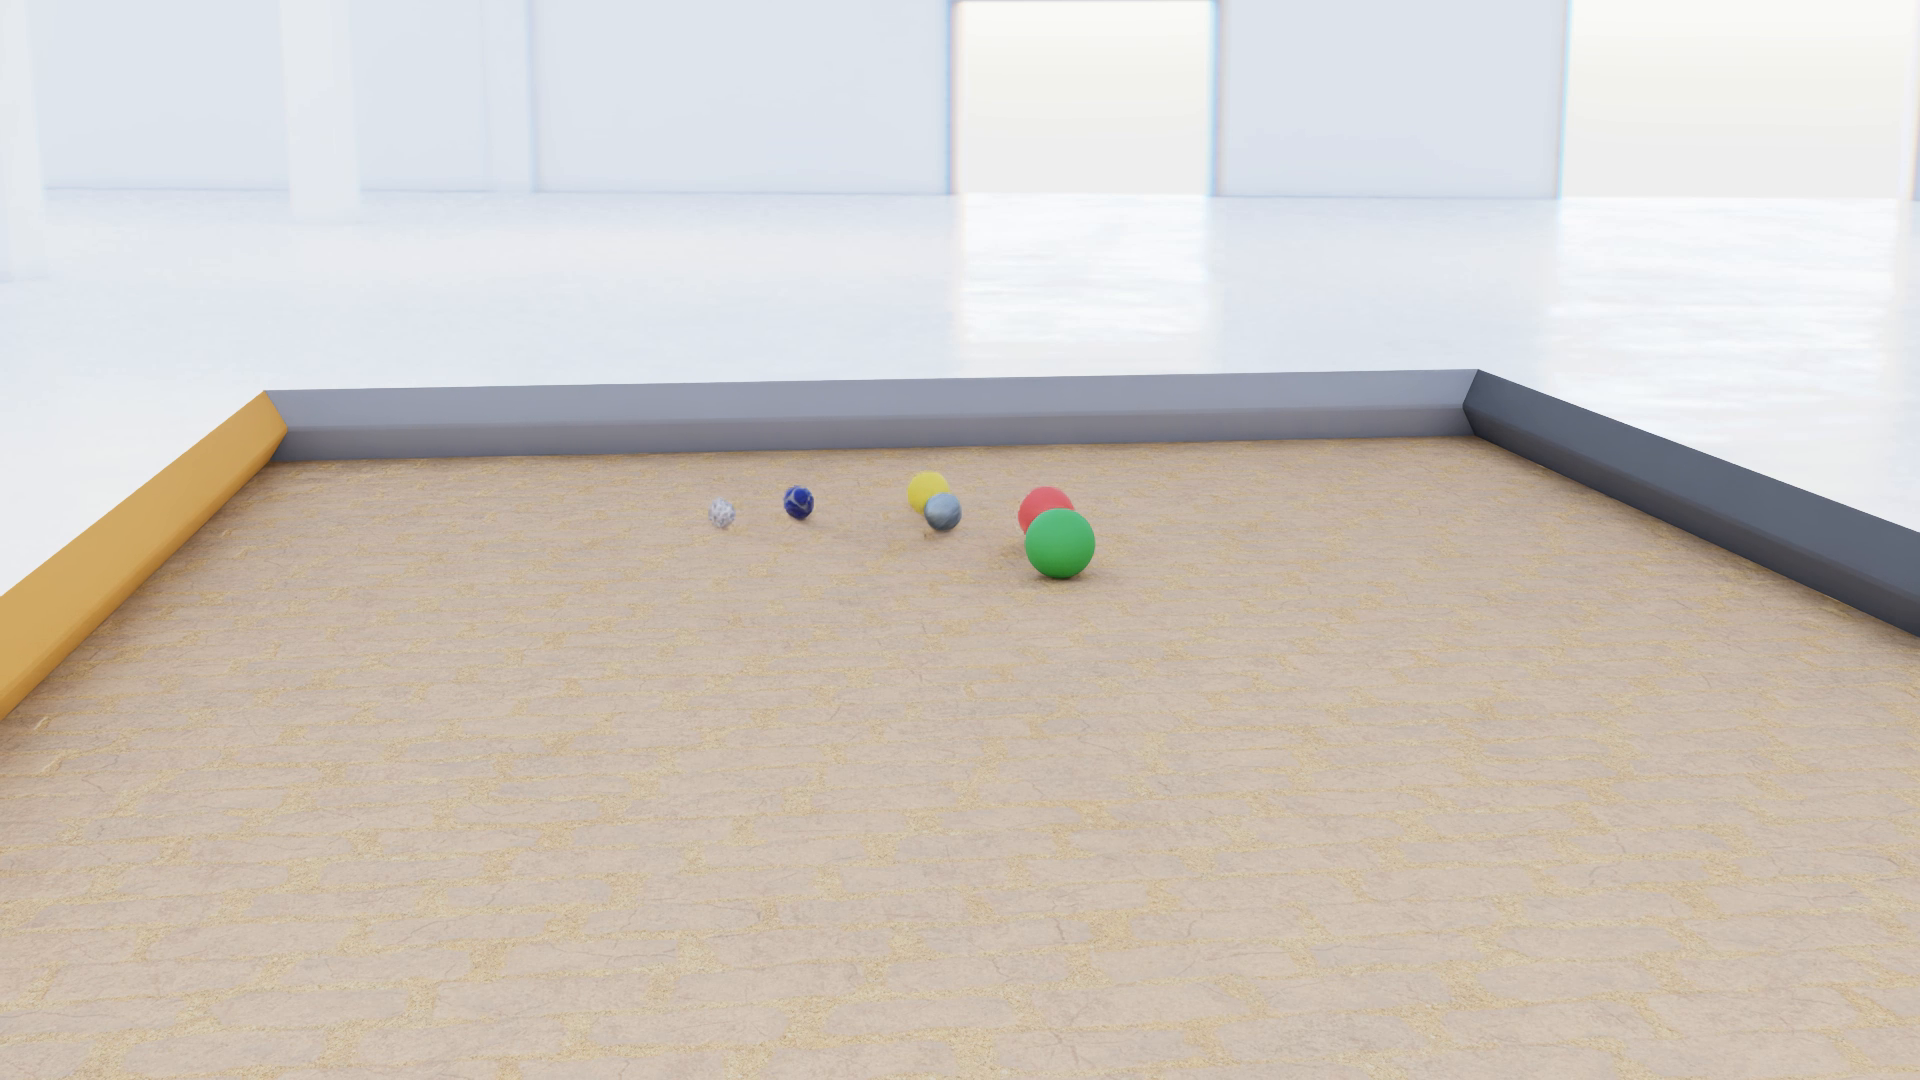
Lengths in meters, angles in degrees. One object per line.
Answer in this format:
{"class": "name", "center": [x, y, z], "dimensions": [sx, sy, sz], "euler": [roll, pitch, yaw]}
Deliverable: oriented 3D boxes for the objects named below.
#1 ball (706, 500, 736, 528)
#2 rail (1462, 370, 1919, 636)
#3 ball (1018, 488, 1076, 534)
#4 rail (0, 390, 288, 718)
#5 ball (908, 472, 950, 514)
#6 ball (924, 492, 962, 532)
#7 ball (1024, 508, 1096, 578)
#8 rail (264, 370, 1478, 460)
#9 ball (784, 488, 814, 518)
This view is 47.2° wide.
{"class": "ball", "center": [-0.366, -0.040, 3.365], "dimensions": [0.043, 0.043, 0.043], "euler": [0, 12, 0]}
{"class": "rail", "center": [1.218, 0.147, 2.284], "dimensions": [0.045, 0.126, 3.965], "euler": [-2, 12, -7]}
{"class": "ball", "center": [0.128, -0.036, 3.243], "dimensions": [0.085, 0.085, 0.085], "euler": [0, 12, 0]}
{"class": "rail", "center": [-0.967, 0.205, 2.011], "dimensions": [0.045, 0.126, 3.965], "euler": [-2, 12, -7]}
{"class": "ball", "center": [-0.049, -0.073, 3.456], "dimensions": [0.069, 0.069, 0.069], "euler": [0, 12, 0]}
{"class": "ball", "center": [-0.025, -0.043, 3.340], "dimensions": [0.058, 0.058, 0.058], "euler": [0, 12, 0]}
{"class": "ball", "center": [0.138, 0.005, 3.027], "dimensions": [0.097, 0.097, 0.097], "euler": [0, 12, 0]}
{"class": "rail", "center": [-0.123, -0.230, 4.048], "dimensions": [2.250, 0.126, 0.045], "euler": [-2, 12, -7]}
{"class": "ball", "center": [-0.251, -0.058, 3.434], "dimensions": [0.049, 0.049, 0.049], "euler": [0, 12, 0]}
